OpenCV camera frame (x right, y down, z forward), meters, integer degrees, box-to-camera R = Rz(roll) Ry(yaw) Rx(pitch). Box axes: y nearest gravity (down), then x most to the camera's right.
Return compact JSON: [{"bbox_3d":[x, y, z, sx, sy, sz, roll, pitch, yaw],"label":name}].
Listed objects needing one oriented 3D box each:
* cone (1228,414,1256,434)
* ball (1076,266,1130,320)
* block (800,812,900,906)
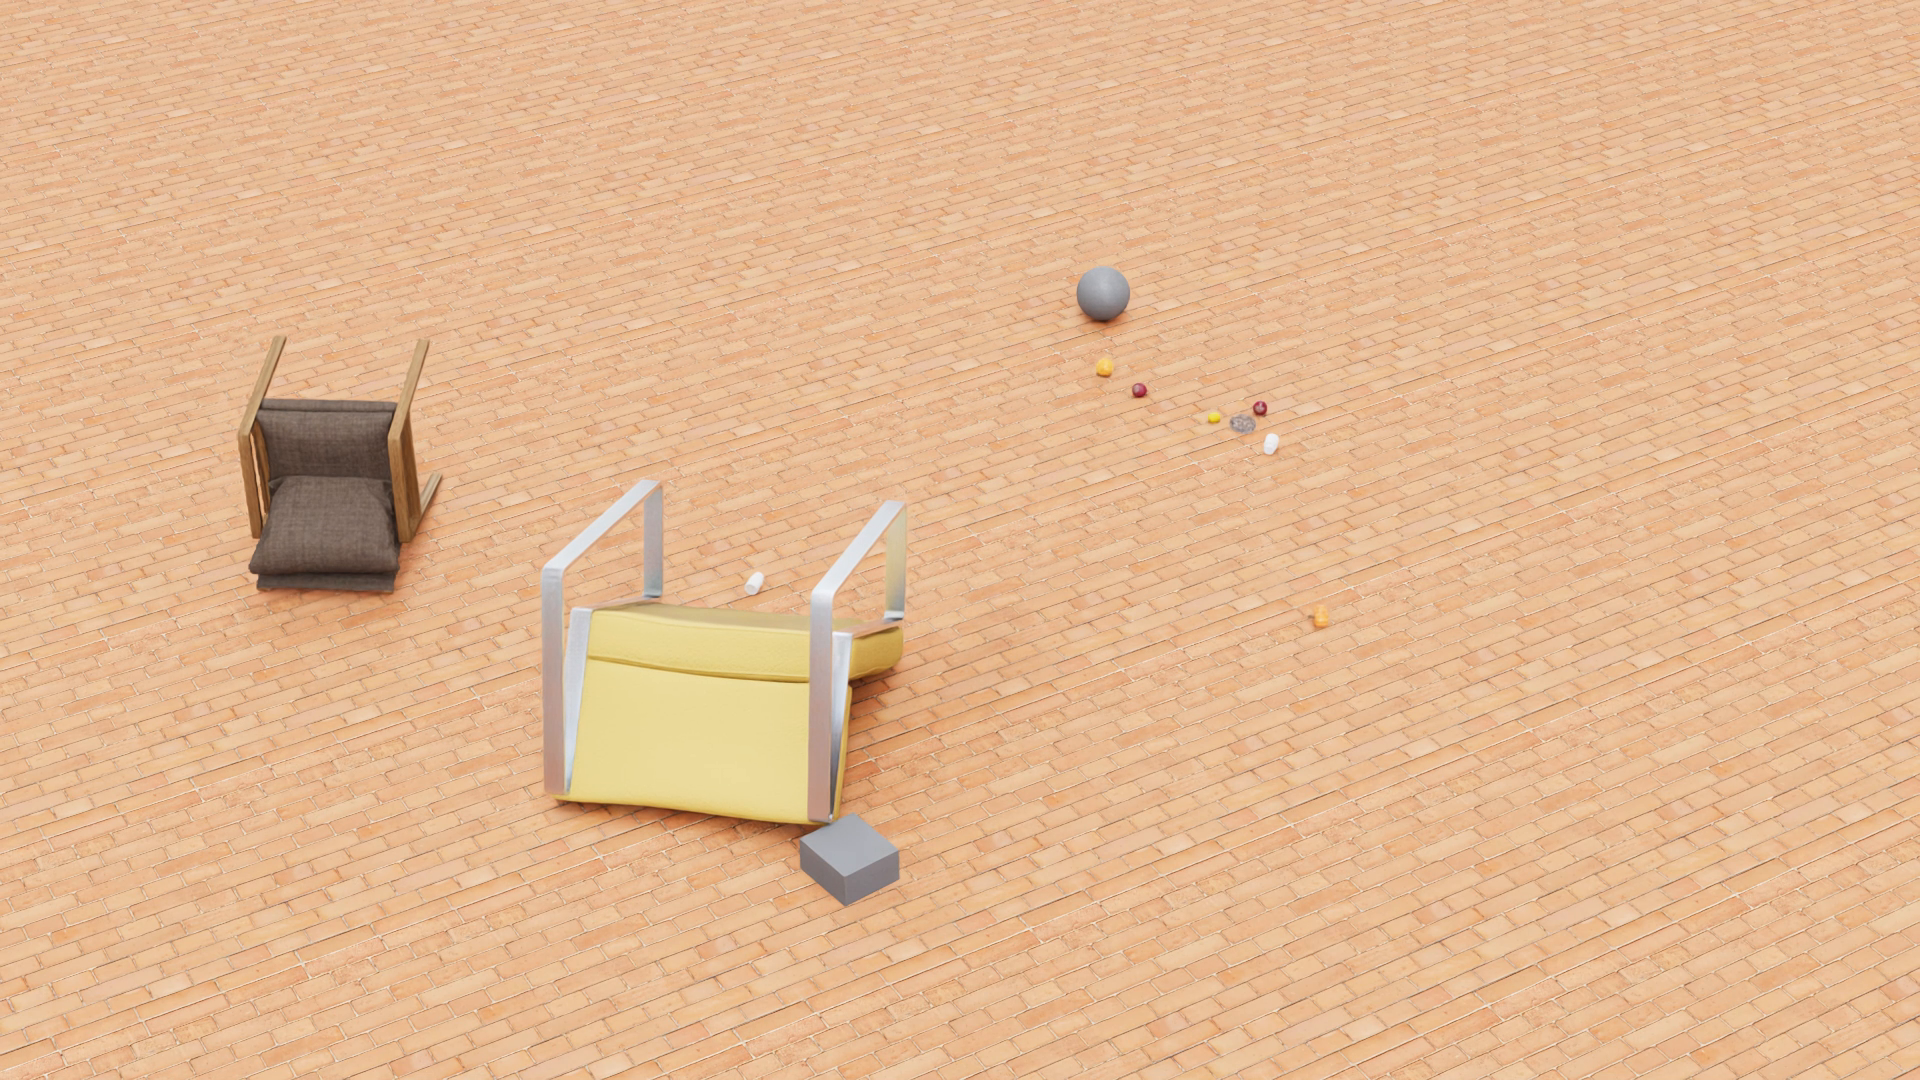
[{"bbox_3d":[1.123,-0.466,11.619,0.110,0.076,0.091,5,11,9],"label":"cone"},{"bbox_3d":[0.601,-1.036,12.309,0.228,0.228,0.228,0,33,0],"label":"ball"},{"bbox_3d":[-0.351,1.012,9.298,0.214,0.122,0.241,-24,40,-31],"label":"block"}]
